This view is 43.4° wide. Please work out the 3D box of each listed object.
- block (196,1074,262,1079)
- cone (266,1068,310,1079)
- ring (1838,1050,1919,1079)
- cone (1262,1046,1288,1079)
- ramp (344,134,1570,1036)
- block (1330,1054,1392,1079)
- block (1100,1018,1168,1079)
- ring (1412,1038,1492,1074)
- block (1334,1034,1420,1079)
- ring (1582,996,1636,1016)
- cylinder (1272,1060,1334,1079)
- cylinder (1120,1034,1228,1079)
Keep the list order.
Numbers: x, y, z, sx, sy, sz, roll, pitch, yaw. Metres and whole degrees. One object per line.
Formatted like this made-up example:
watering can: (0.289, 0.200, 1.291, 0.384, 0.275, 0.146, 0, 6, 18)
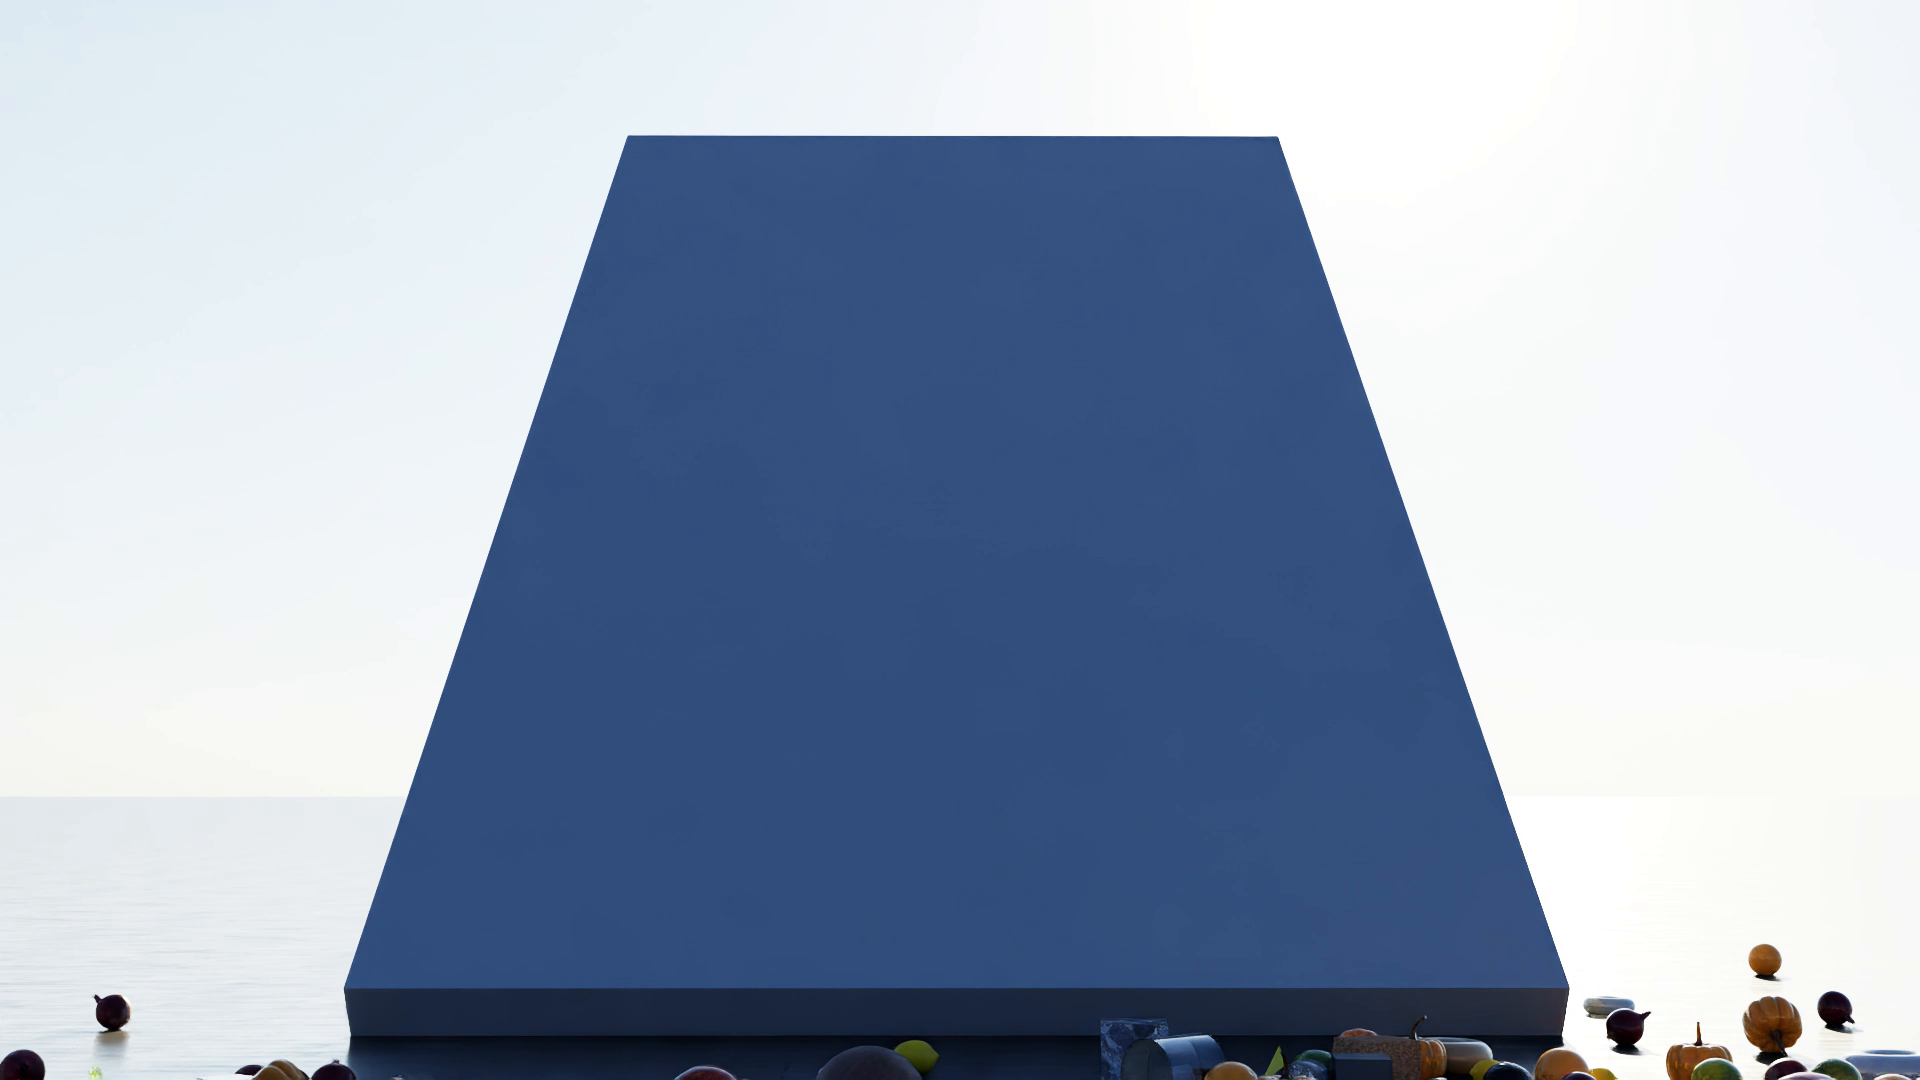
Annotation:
block: (-0.886, 0.680, 2.918, 0.056, 0.056, 0.056, -6, -8, 44)
cone: (-0.848, 0.707, 3.045, 0.062, 0.062, 0.062, 1, -33, -9)
ring: (1.272, 0.723, 3.288, 0.142, 0.047, 0.142, -1, -7, 0)
cone: (0.441, 0.725, 3.329, 0.051, 0.051, 0.051, 0, -6, 0)
ramp: (-0.013, -0.213, 5.691, 2.000, 0.100, 4.000, 0, 30, 0)
block: (0.505, 0.684, 3.026, 0.070, 0.070, 0.070, 0, -6, 4)
block: (0.236, 0.699, 3.270, 0.090, 0.090, 0.090, 0, -6, 3)
ring: (0.699, 0.743, 3.474, 0.135, 0.045, 0.135, 1, -7, 0)
block: (0.543, 0.690, 3.135, 0.080, 0.080, 0.080, 3, -6, -23)
ring: (1.173, 0.842, 4.355, 0.093, 0.031, 0.093, 1, -7, 0)
cylinder: (0.426, 0.683, 3.001, 0.066, 0.066, 0.066, -2, -6, 23)
cylinder: (0.269, 0.671, 3.029, 0.095, 0.095, 0.095, 5, -8, -39)
